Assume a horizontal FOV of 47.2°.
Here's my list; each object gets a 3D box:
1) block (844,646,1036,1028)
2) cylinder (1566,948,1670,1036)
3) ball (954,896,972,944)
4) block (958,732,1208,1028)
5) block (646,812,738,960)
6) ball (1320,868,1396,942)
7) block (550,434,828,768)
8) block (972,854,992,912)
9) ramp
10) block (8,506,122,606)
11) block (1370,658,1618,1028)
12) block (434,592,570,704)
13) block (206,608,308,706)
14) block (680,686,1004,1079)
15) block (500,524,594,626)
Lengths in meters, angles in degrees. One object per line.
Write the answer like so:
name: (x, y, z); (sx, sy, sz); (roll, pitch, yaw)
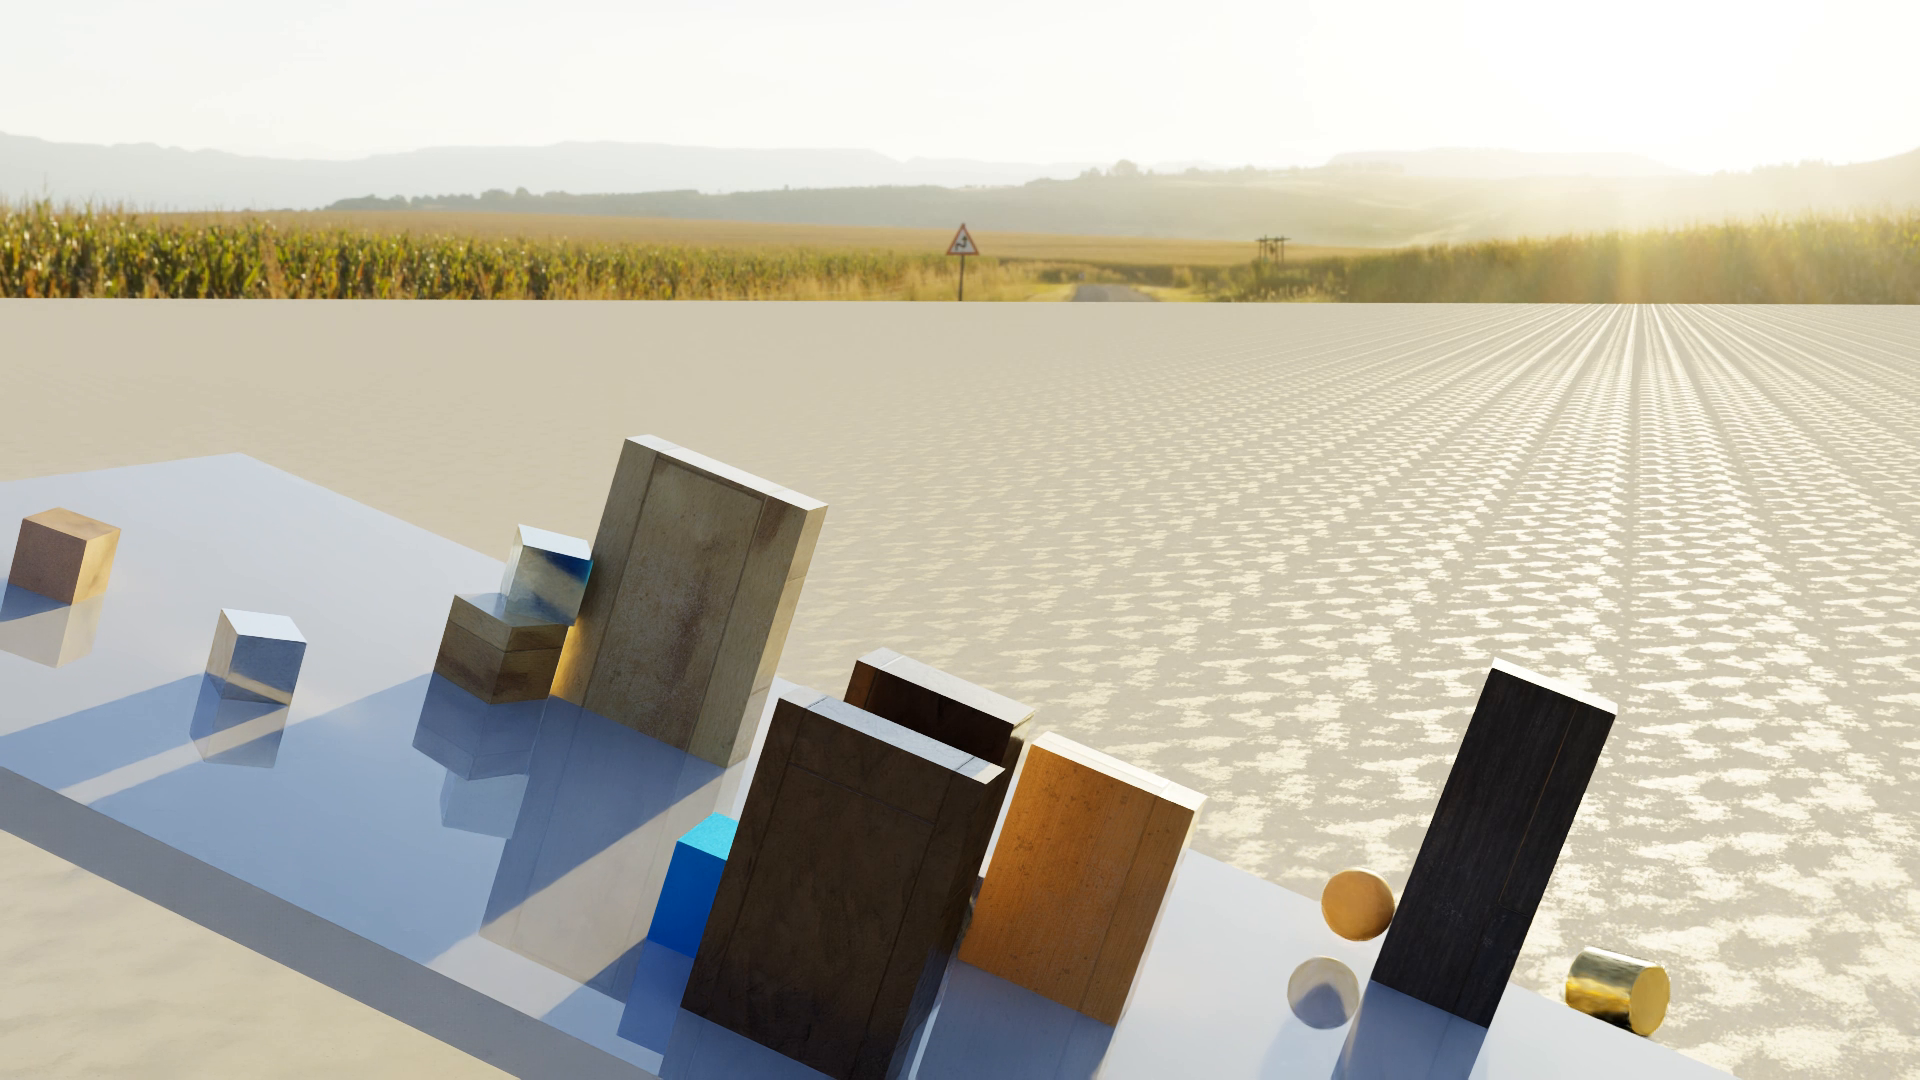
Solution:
block: (-0.108, 0.497, 3.630); (0.279, 0.565, 0.128); (21, 12, 14)
cylinder: (1.616, 1.111, 5.406); (0.178, 0.178, 0.178); (-6, 9, -40)
ball: (-0.055, 0.662, 3.954); (0.156, 0.156, 0.156); (0, 7, 0)
block: (0.218, 0.607, 3.953); (0.312, 0.428, 0.113); (21, 12, 14)
block: (-0.387, 0.595, 3.697); (0.181, 0.181, 0.181); (21, 12, 10)
ball: (0.844, 0.774, 4.664); (0.155, 0.155, 0.155); (0, 7, 0)
block: (-0.568, 0.125, 4.587); (0.424, 0.574, 0.118); (21, 12, 14)
block: (0.017, 0.664, 4.139); (0.122, 0.122, 0.122); (19, 12, 5)
ramp: (-0.346, 0.644, 4.219); (4.000, 0.100, 2.000); (21, 12, 14)
block: (-1.752, 0.030, 4.306); (0.134, 0.134, 0.134); (19, 12, 3)
block: (1.092, 0.622, 4.516); (0.258, 0.707, 0.114); (21, 12, 14)
block: (-0.950, 0.222, 4.557); (0.171, 0.171, 0.171); (25, 14, 29)
block: (-1.319, 0.219, 4.119); (0.129, 0.129, 0.129); (10, 15, -35)
block: (-0.185, 0.541, 3.400); (0.347, 0.531, 0.104); (21, 12, 14)
block: (-0.863, 0.073, 4.583); (0.147, 0.147, 0.147); (14, 13, -19)
